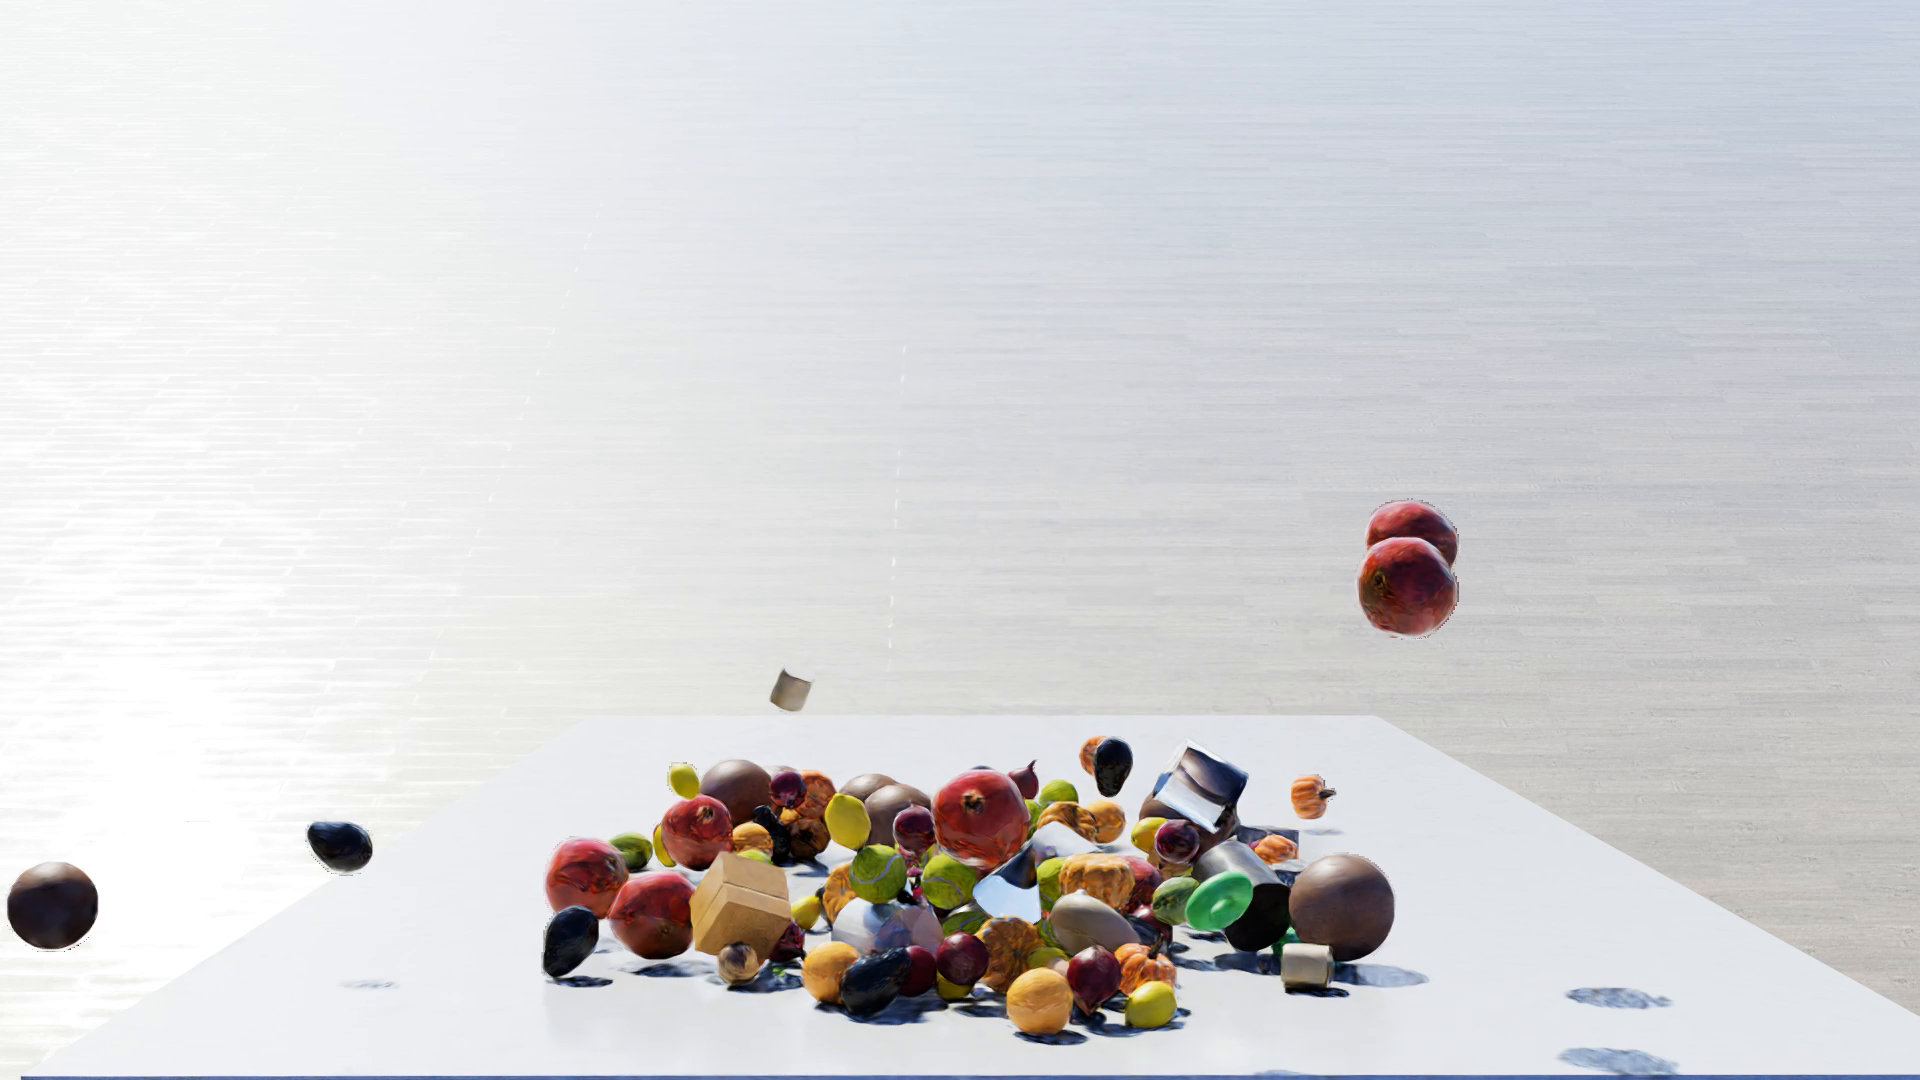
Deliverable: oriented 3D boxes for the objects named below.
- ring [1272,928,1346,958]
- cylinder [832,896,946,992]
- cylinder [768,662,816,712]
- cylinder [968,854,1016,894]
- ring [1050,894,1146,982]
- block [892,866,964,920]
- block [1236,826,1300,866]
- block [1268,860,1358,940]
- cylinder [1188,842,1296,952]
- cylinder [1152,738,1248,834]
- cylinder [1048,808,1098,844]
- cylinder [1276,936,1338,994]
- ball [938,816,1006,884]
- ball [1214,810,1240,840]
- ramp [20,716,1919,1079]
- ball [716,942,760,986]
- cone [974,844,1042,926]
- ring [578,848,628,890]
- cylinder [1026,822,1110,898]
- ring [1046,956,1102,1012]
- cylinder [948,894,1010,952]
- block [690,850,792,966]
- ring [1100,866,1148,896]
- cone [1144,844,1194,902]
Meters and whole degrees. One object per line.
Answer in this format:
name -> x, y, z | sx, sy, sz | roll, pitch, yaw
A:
ring -> 0.434, 0.504, 3.223 | 0.094, 0.031, 0.094 | 1, 1, 0
cylinder -> -0.085, 0.475, 3.041 | 0.098, 0.098, 0.098 | -18, 11, -31
cylinder -> -0.290, 0.254, 4.451 | 0.063, 0.063, 0.063 | 21, 17, -7
cylinder -> 0.057, 0.476, 3.654 | 0.066, 0.066, 0.066 | -2, 21, 35
ring -> 0.159, 0.460, 2.985 | 0.126, 0.126, 0.042 | 22, 57, 37
block -> -0.039, 0.462, 3.348 | 0.061, 0.061, 0.061 | -11, -7, -40
block -> 0.465, 0.469, 3.912 | 0.066, 0.066, 0.066 | 5, -2, -37
block -> 0.453, 0.470, 3.348 | 0.094, 0.094, 0.094 | 1, 1, 33
cylinder -> 0.351, 0.444, 3.215 | 0.099, 0.099, 0.099 | -10, 28, -20
cylinder -> 0.343, 0.350, 3.681 | 0.100, 0.100, 0.100 | 31, 29, -2
cylinder -> 0.180, 0.467, 4.150 | 0.059, 0.059, 0.059 | -10, 27, -37
cylinder -> 0.405, 0.498, 3.012 | 0.052, 0.052, 0.052 | 31, 35, 15
ball -> 0.015, 0.407, 3.386 | 0.088, 0.088, 0.088 | 0, 26, 0
ball -> 0.440, 0.471, 4.287 | 0.051, 0.051, 0.051 | 0, 26, 0
ramp -> 0.060, 0.541, 4.577 | 2.000, 0.100, 4.000 | 0, 1, 0
ball -> -0.261, 0.499, 3.036 | 0.051, 0.051, 0.051 | 0, 26, 0
cone -> 0.072, 0.400, 3.101 | 0.089, 0.089, 0.089 | 18, 24, -8
ring -> -0.522, 0.480, 3.774 | 0.081, 0.027, 0.081 | 30, 15, -9
cylinder -> 0.145, 0.442, 3.519 | 0.085, 0.085, 0.085 | -20, 35, -35
ring -> 0.127, 0.495, 2.872 | 0.026, 0.077, 0.077 | -45, 38, -5
cylinder -> 0.027, 0.475, 3.244 | 0.060, 0.060, 0.060 | 23, 46, 38
block -> -0.265, 0.445, 3.109 | 0.087, 0.087, 0.087 | 20, 30, -24
ring -> 0.241, 0.491, 3.710 | 0.106, 0.035, 0.106 | -3, -1, 0
cone -> 0.304, 0.455, 3.509 | 0.079, 0.079, 0.079 | 9, 22, -22
